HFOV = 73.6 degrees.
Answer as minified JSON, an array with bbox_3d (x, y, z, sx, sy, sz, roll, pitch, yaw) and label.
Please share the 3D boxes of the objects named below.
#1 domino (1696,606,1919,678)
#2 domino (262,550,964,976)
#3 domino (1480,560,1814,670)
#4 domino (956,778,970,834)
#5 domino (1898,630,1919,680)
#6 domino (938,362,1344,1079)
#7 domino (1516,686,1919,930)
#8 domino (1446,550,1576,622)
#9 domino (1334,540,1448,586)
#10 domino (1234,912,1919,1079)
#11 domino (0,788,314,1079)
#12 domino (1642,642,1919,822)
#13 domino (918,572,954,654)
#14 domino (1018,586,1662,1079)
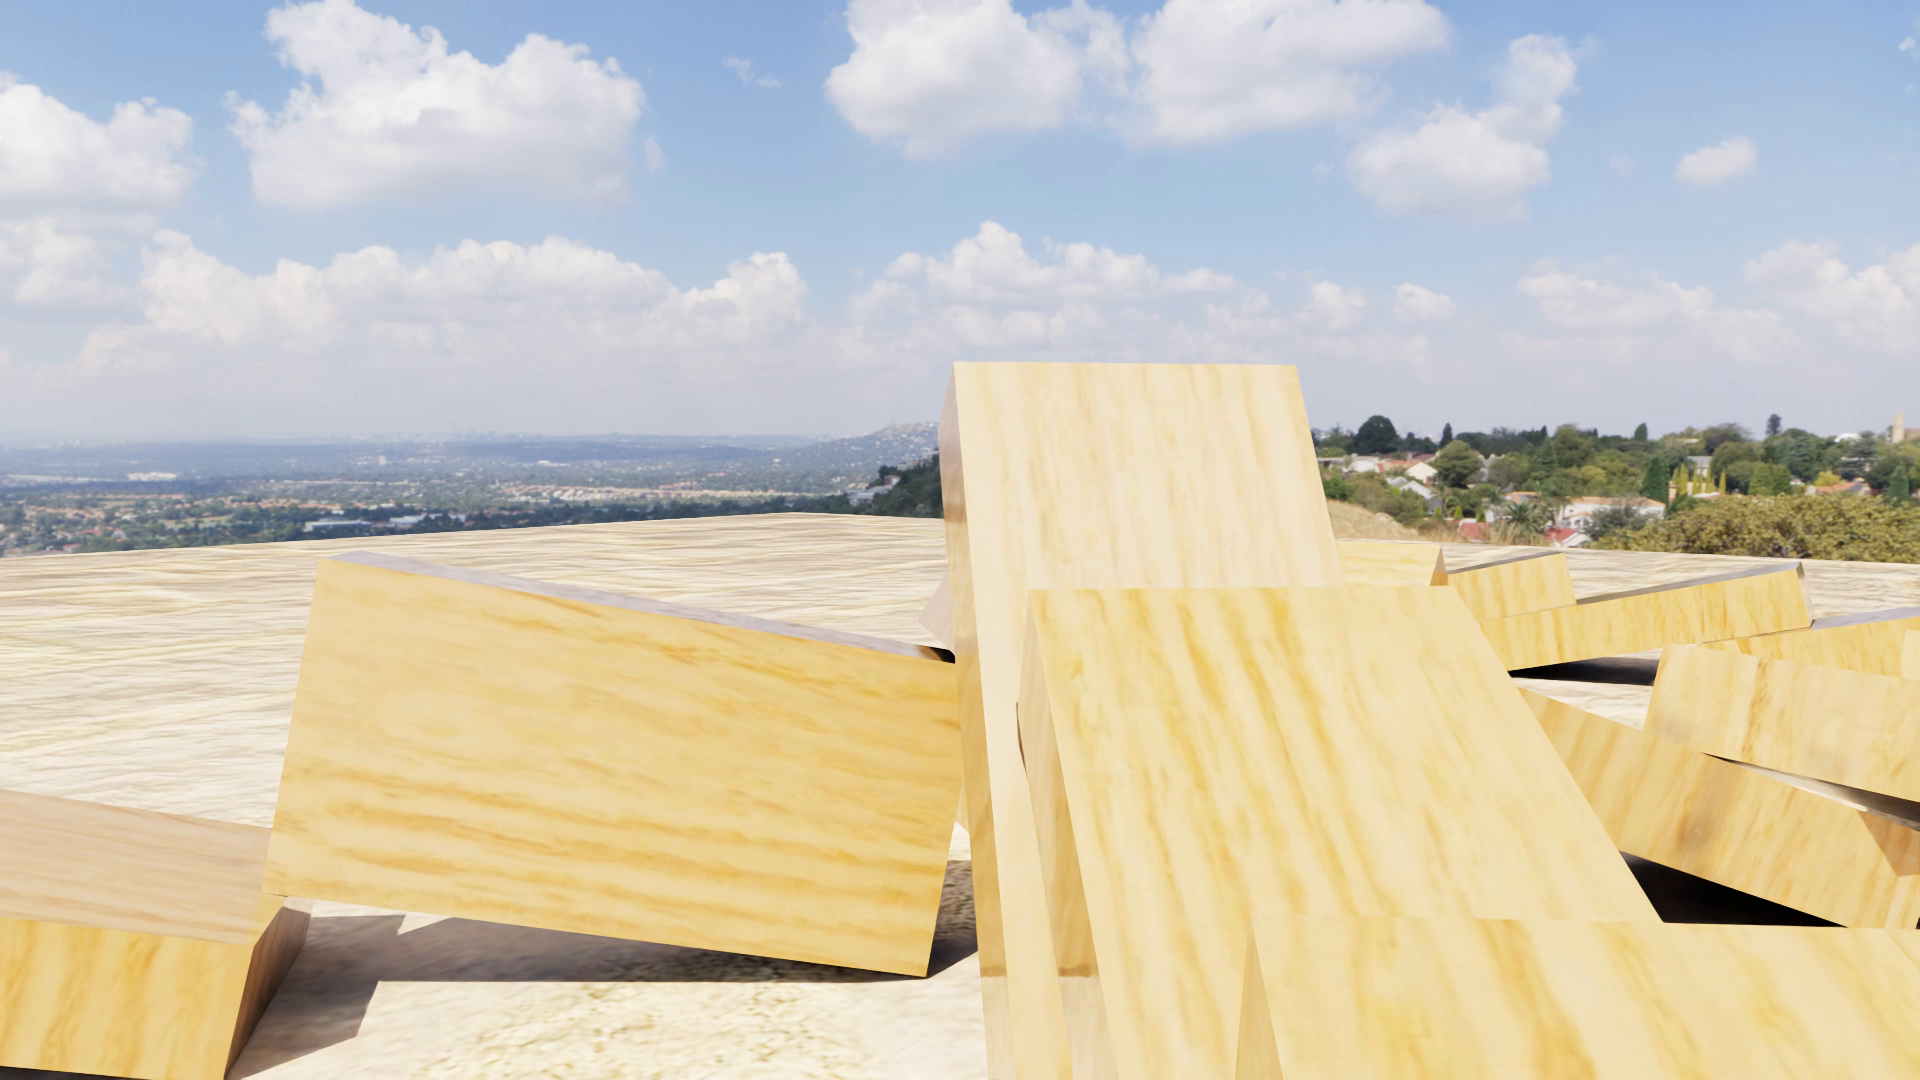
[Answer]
[{"bbox_3d":[0.149,0.017,0.204,0.025,0.009,0.050,-4,-8,-45],"label":"domino"},{"bbox_3d":[-0.025,0.018,0.102,0.050,0.025,0.010,10,1,-9],"label":"domino"},{"bbox_3d":[0.124,0.014,0.232,0.050,0.009,0.025,-15,-6,35],"label":"domino"},{"bbox_3d":[0.011,0.027,0.150,0.025,0.010,0.050,-1,4,-16],"label":"domino"},{"bbox_3d":[0.126,0.021,0.139,0.050,0.009,0.025,16,-6,-34],"label":"domino"},{"bbox_3d":[0.013,0.012,0.084,0.025,0.050,0.010,-1,-25,-9],"label":"domino"},{"bbox_3d":[0.056,0.021,0.115,0.050,0.010,0.025,19,0,-12],"label":"domino"},{"bbox_3d":[0.093,0.012,0.255,0.050,0.009,0.025,-13,-4,19],"label":"domino"},{"bbox_3d":[0.064,0.012,0.246,0.050,0.009,0.025,3,48,34],"label":"domino"},{"bbox_3d":[0.021,0.028,0.022,0.025,0.010,0.050,0,25,4],"label":"domino"},{"bbox_3d":[-0.075,0.025,0.090,0.050,0.009,0.025,13,0,-16],"label":"domino"},{"bbox_3d":[0.093,0.022,0.122,0.050,0.009,0.025,17,-3,-26],"label":"domino"},{"bbox_3d":[0.022,0.017,0.110,0.050,0.009,0.025,31,-2,-9],"label":"domino"},{"bbox_3d":[0.018,0.021,0.056,0.025,0.010,0.050,0,36,-5],"label":"domino"}]
